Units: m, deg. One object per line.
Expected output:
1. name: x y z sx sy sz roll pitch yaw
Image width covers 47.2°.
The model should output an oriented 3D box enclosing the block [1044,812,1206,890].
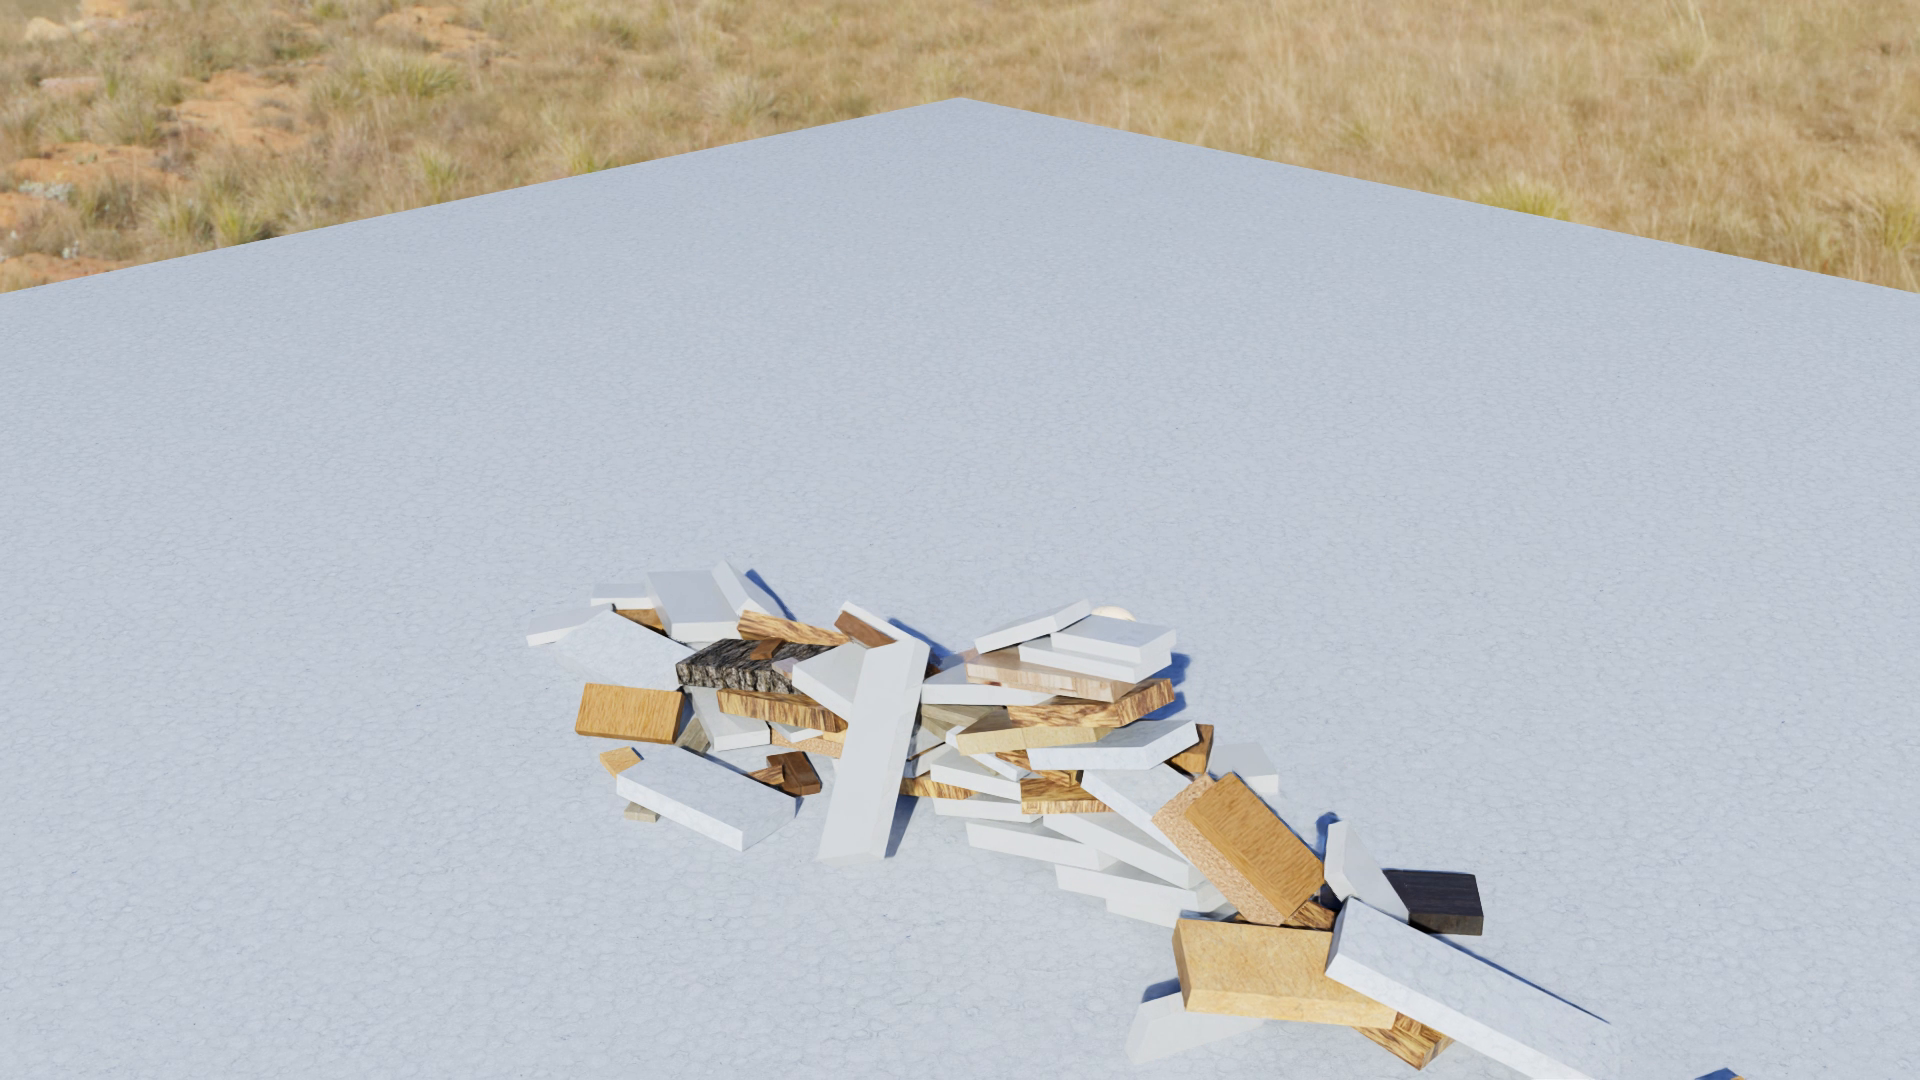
1. block: 0.343 0.534 4.080 0.176 0.050 0.352 -21 29 -41

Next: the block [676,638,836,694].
1. block: -0.434 0.273 4.783 0.338 0.048 0.169 2 18 34

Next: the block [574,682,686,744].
1. block: -0.713 0.375 4.752 0.220 0.031 0.110 5 66 11

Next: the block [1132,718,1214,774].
1. block: 0.375 0.425 4.604 0.294 0.042 0.147 4 21 12

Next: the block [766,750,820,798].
1. block: -0.349 0.488 4.583 0.076 0.021 0.151 -8 24 -17

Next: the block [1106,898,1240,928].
1. block: 0.419 0.667 4.060 0.140 0.040 0.280 -21 18 -41

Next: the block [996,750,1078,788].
1. block: 0.168 0.416 4.210 0.185 0.026 0.093 19 29 39

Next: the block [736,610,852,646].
1. block: -0.317 0.247 4.899 0.336 0.168 0.048 13 67 14

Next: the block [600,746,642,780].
1. block: -0.701 0.476 4.614 0.067 0.019 0.133 -12 26 -27

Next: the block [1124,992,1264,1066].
1. block: 0.407 0.801 3.705 0.253 0.126 0.036 -11 46 -24

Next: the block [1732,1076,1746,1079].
1. block: 1.154 0.956 3.445 0.349 0.049 0.175 -11 25 -25

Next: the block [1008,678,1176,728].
1. block: 0.240 0.301 4.073 0.147 0.042 0.294 -21 10 -39

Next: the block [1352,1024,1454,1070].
1. block: 0.715 0.791 3.785 0.280 0.040 0.140 29 36 33

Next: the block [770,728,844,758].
1. block: -0.280 0.413 4.679 0.244 0.035 0.122 6 20 44

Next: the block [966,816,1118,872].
1. block: 0.197 0.561 4.261 0.176 0.050 0.352 -21 16 -41

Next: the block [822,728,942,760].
1. block: -0.154 0.395 4.548 0.244 0.035 0.122 9 23 39

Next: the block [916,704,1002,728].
1. block: -0.014 0.330 4.376 0.177 0.025 0.089 12 27 33

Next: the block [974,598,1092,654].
1. block: 0.135 0.161 4.112 0.210 0.030 0.105 -19 3 43

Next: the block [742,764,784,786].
1. block: -0.413 0.494 4.546 0.096 0.014 0.048 -15 27 1

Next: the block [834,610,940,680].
1. block: -0.132 0.244 4.590 0.268 0.134 0.038 29 80 37

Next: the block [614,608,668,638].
1. block: -0.708 0.194 5.260 0.242 0.034 0.121 3 23 6

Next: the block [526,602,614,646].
1. block: -0.922 0.199 5.209 0.196 0.028 0.098 -11 23 1

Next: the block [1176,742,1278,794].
1. block: 0.503 0.483 4.572 0.283 0.040 0.142 -4 23 -9

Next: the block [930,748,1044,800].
1. block: 0.087 0.457 4.332 0.260 0.037 0.130 9 23 31

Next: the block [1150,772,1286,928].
1. block: 0.484 0.553 3.870 0.284 0.040 0.142 45 44 15

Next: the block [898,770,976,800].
1. block: -0.044 0.481 4.483 0.130 0.037 0.260 -22 14 -42

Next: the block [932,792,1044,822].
1. block: 0.084 0.513 4.371 0.260 0.037 0.130 -2 15 45

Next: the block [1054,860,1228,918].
1. block: 0.365 0.618 4.092 0.176 0.050 0.352 -21 16 -40

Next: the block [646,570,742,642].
1. block: -0.628 0.154 5.173 0.166 0.047 0.331 -1 20 -19

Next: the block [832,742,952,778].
1. block: -0.139 0.451 4.555 0.244 0.035 0.122 -4 14 46

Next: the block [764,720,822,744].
1. block: -0.371 0.384 4.734 0.076 0.021 0.262 -15 16 -20
